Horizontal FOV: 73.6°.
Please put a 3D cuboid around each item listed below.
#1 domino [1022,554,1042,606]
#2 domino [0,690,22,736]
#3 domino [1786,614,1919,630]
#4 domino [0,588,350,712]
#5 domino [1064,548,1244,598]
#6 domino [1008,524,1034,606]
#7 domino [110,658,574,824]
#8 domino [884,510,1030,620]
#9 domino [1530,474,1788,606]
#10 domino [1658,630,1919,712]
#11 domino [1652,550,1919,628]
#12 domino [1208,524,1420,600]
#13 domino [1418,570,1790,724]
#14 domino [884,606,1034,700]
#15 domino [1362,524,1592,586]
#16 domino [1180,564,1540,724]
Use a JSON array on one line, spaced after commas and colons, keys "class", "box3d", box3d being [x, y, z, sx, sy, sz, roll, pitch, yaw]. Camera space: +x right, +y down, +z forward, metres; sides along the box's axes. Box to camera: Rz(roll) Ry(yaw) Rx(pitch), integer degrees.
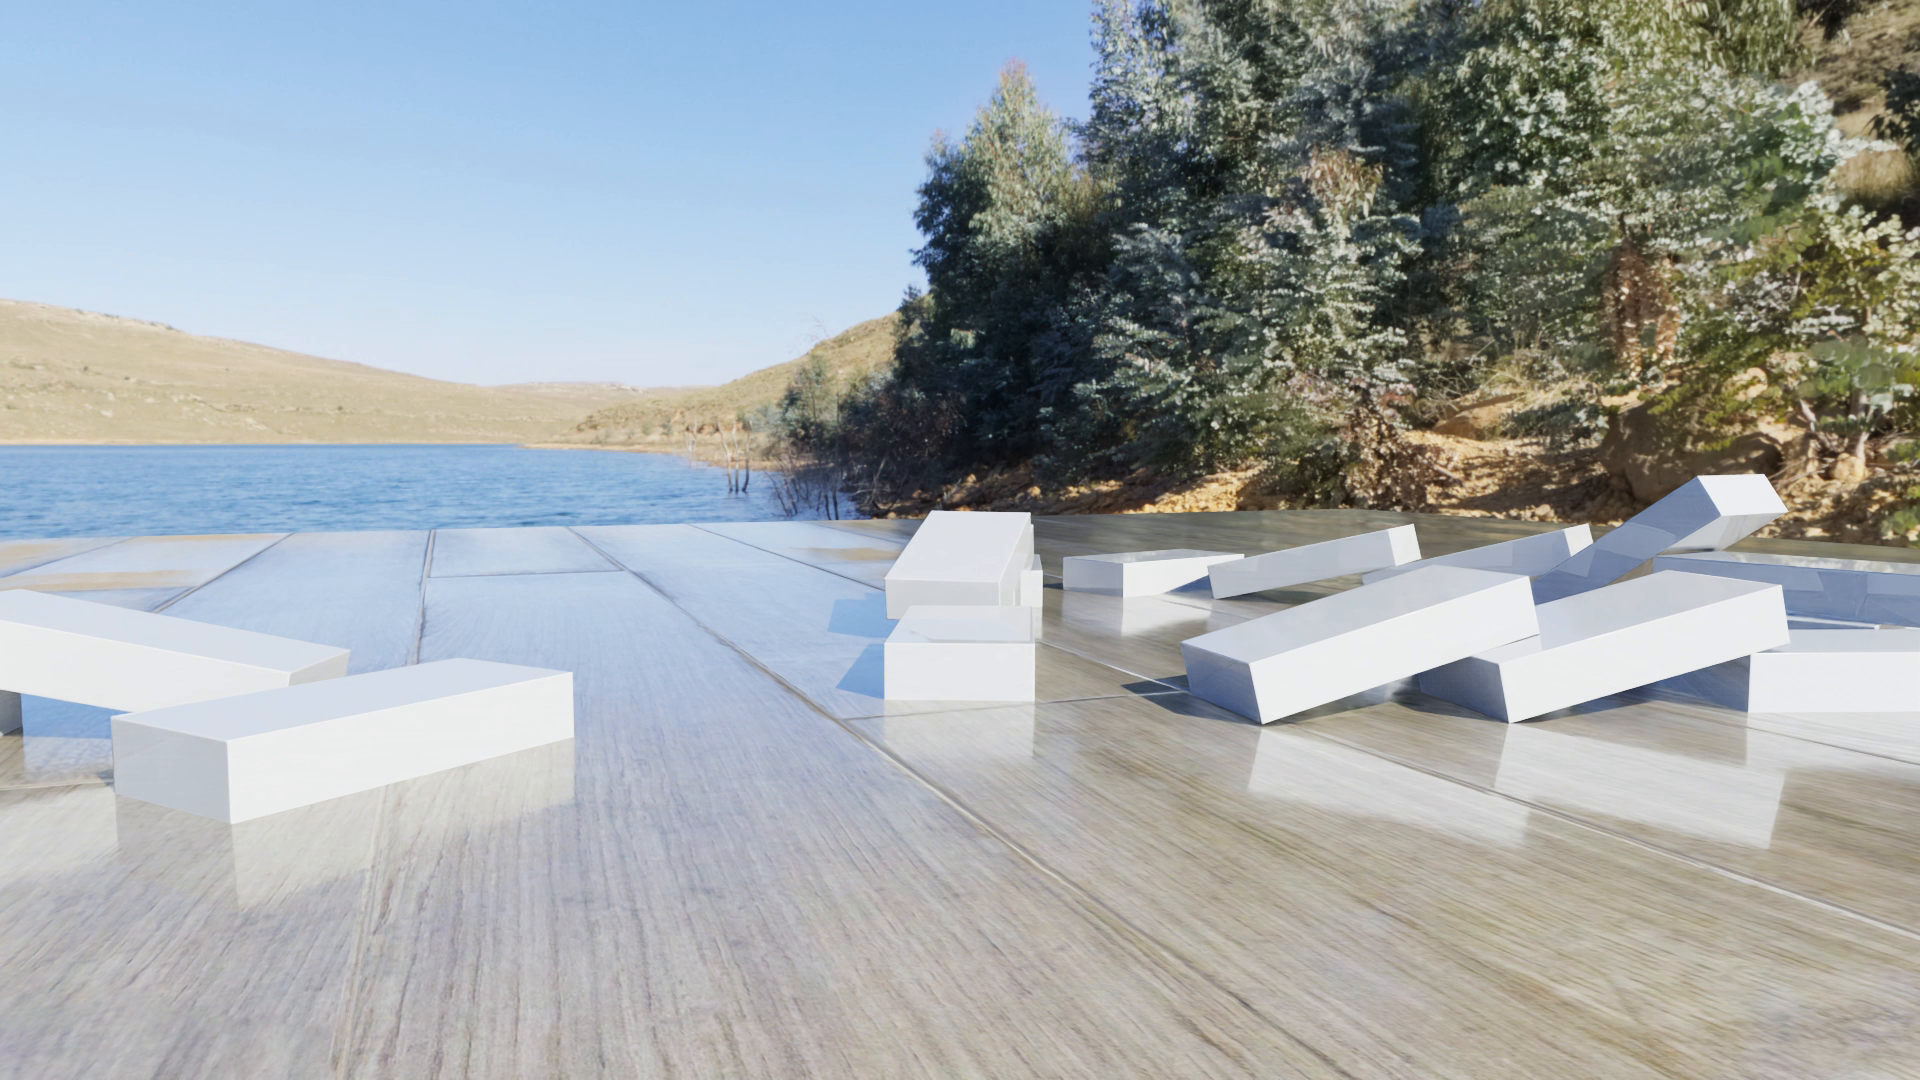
[{"class": "domino", "box3d": [0.010, 0.011, 0.360, 0.025, 0.009, 0.050, 0, 4, 3]}, {"class": "domino", "box3d": [-0.163, 0.025, 0.175, 0.050, 0.009, 0.025, -1, 4, -15]}, {"class": "domino", "box3d": [0.175, 0.018, 0.259, 0.050, 0.009, 0.025, -4, 6, -44]}, {"class": "domino", "box3d": [-0.122, 0.018, 0.192, 0.050, 0.010, 0.025, 12, 1, -8]}, {"class": "domino", "box3d": [0.058, 0.009, 0.380, 0.050, 0.009, 0.025, -3, 5, -37]}, {"class": "domino", "box3d": [0.004, 0.008, 0.319, 0.025, 0.009, 0.050, 1, 18, 8]}, {"class": "domino", "box3d": [-0.080, 0.025, 0.171, 0.025, 0.010, 0.050, 3, 5, 31]}, {"class": "domino", "box3d": [0.001, 0.005, 0.297, 0.025, 0.009, 0.050, 1, 18, 11]}, {"class": "domino", "box3d": [0.154, 0.003, 0.287, 0.025, 0.009, 0.050, -3, -29, -30]}, {"class": "domino", "box3d": [0.150, 0.022, 0.216, 0.050, 0.009, 0.025, 0, 4, -2]}, {"class": "domino", "box3d": [0.170, 0.009, 0.256, 0.025, 0.009, 0.050, -3, 5, -34]}, {"class": "domino", "box3d": [0.096, 0.006, 0.348, 0.050, 0.009, 0.025, -13, -4, 33]}, {"class": "domino", "box3d": [0.104, 0.017, 0.211, 0.050, 0.009, 0.025, -14, 7, -9]}, {"class": "domino", "box3d": [0.001, 0.020, 0.238, 0.025, 0.010, 0.050, 0, 4, 3]}, {"class": "domino", "box3d": [0.131, 0.007, 0.325, 0.050, 0.010, 0.025, -16, -7, 37]}, {"class": "domino", "box3d": [0.065, 0.016, 0.210, 0.050, 0.009, 0.025, -15, 7, -13]}]
